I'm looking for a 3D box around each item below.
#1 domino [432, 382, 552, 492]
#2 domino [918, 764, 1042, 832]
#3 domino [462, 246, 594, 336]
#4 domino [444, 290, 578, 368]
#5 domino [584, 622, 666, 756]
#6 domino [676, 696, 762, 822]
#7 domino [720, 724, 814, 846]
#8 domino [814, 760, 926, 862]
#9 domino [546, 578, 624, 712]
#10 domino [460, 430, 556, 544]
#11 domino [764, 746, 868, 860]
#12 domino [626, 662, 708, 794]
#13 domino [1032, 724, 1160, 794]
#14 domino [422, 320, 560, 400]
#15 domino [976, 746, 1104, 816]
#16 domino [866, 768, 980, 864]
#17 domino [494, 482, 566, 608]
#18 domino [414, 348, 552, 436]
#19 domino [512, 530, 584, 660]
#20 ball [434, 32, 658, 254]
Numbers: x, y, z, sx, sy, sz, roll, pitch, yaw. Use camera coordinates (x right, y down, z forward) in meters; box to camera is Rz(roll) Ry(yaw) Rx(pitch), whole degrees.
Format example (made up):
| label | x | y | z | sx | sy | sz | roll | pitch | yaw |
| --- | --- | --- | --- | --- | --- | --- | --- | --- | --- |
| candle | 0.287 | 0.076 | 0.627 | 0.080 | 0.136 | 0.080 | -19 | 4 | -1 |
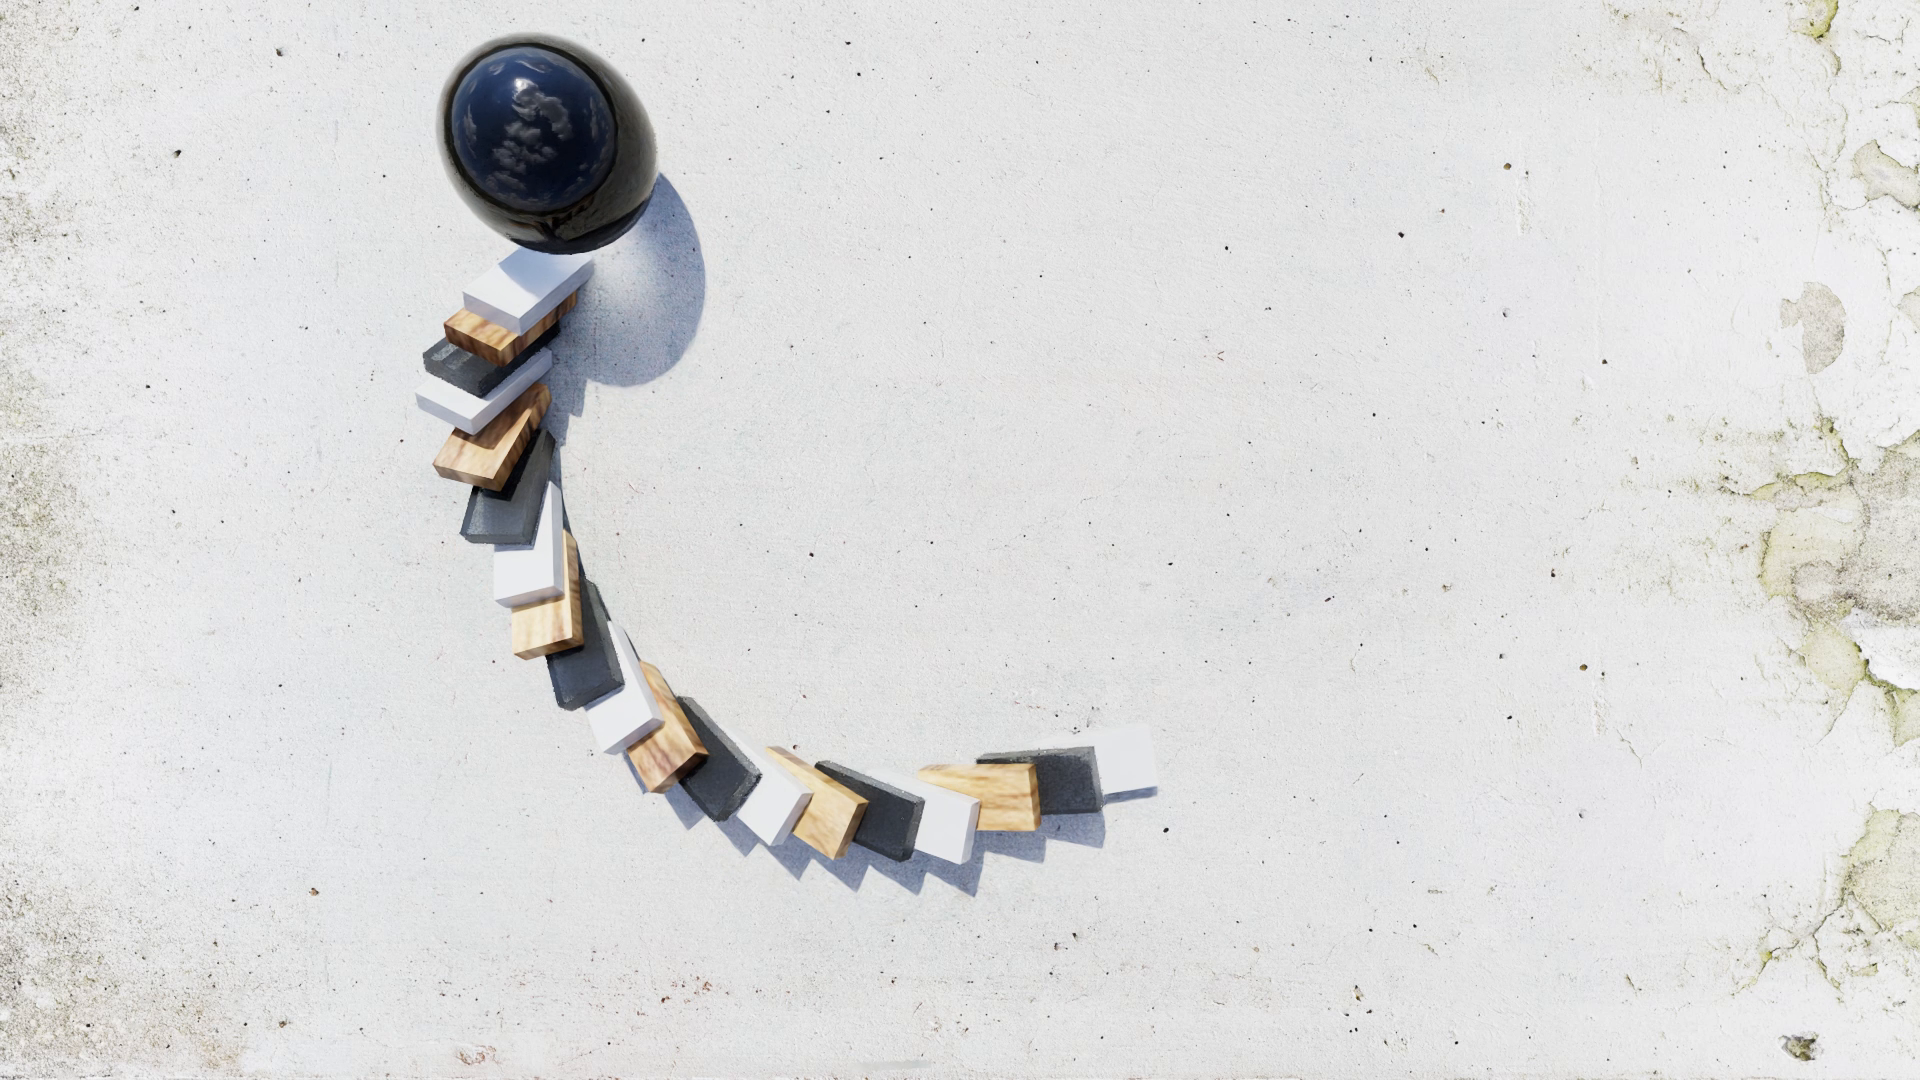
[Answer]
| label | x | y | z | sx | sy | sz | roll | pitch | yaw |
| --- | --- | --- | --- | --- | --- | --- | --- | --- | --- |
| domino | -0.194 | -0.046 | 0.383 | 0.025 | 0.009 | 0.050 | 14 | 59 | 0 |
| domino | 0.008 | 0.108 | 0.386 | 0.050 | 0.009 | 0.025 | -6 | 90 | 23 |
| domino | -0.178 | -0.107 | 0.380 | 0.025 | 0.010 | 0.050 | 26 | 49 | 0 |
| domino | -0.185 | -0.094 | 0.380 | 0.025 | 0.009 | 0.050 | 25 | 49 | 0 |
| domino | -0.146 | 0.062 | 0.385 | 0.025 | 0.010 | 0.050 | -35 | 64 | 0 |
| domino | -0.108 | 0.091 | 0.385 | 0.050 | 0.010 | 0.025 | 38 | 90 | 26 |
| domino | -0.088 | 0.102 | 0.385 | 0.050 | 0.010 | 0.025 | 32 | 90 | 26 |
| domino | -0.041 | 0.113 | 0.385 | 0.050 | 0.009 | 0.025 | 14 | 90 | 25 |
| domino | -0.161 | 0.043 | 0.385 | 0.025 | 0.009 | 0.050 | -27 | 64 | 0 |
| domino | -0.189 | -0.023 | 0.385 | 0.025 | 0.009 | 0.050 | 1 | 65 | 0 |
| domino | -0.065 | 0.110 | 0.385 | 0.050 | 0.009 | 0.025 | 24 | 90 | 25 |
| domino | -0.129 | 0.078 | 0.385 | 0.025 | 0.009 | 0.050 | -41 | 64 | 0 |
| domino | 0.058 | 0.096 | 0.395 | 0.050 | 0.010 | 0.025 | -9 | 90 | 0 |
| domino | -0.193 | -0.082 | 0.380 | 0.025 | 0.010 | 0.050 | 27 | 49 | 1 |
| domino | 0.033 | 0.102 | 0.386 | 0.050 | 0.010 | 0.025 | -10 | 90 | 23 |
| domino | -0.018 | 0.115 | 0.385 | 0.050 | 0.009 | 0.025 | 10 | 90 | 25 |
| domino | -0.181 | 0.002 | 0.385 | 0.025 | 0.010 | 0.050 | -14 | 64 | 0 |
| domino | -0.196 | -0.067 | 0.380 | 0.025 | 0.009 | 0.050 | 26 | 49 | 1 |
| domino | -0.174 | 0.023 | 0.385 | 0.025 | 0.010 | 0.050 | -16 | 64 | 0 |
| ball | -0.160 | -0.154 | 0.360 | 0.080 | 0.080 | 0.080 | 0 | 90 | 0 |
